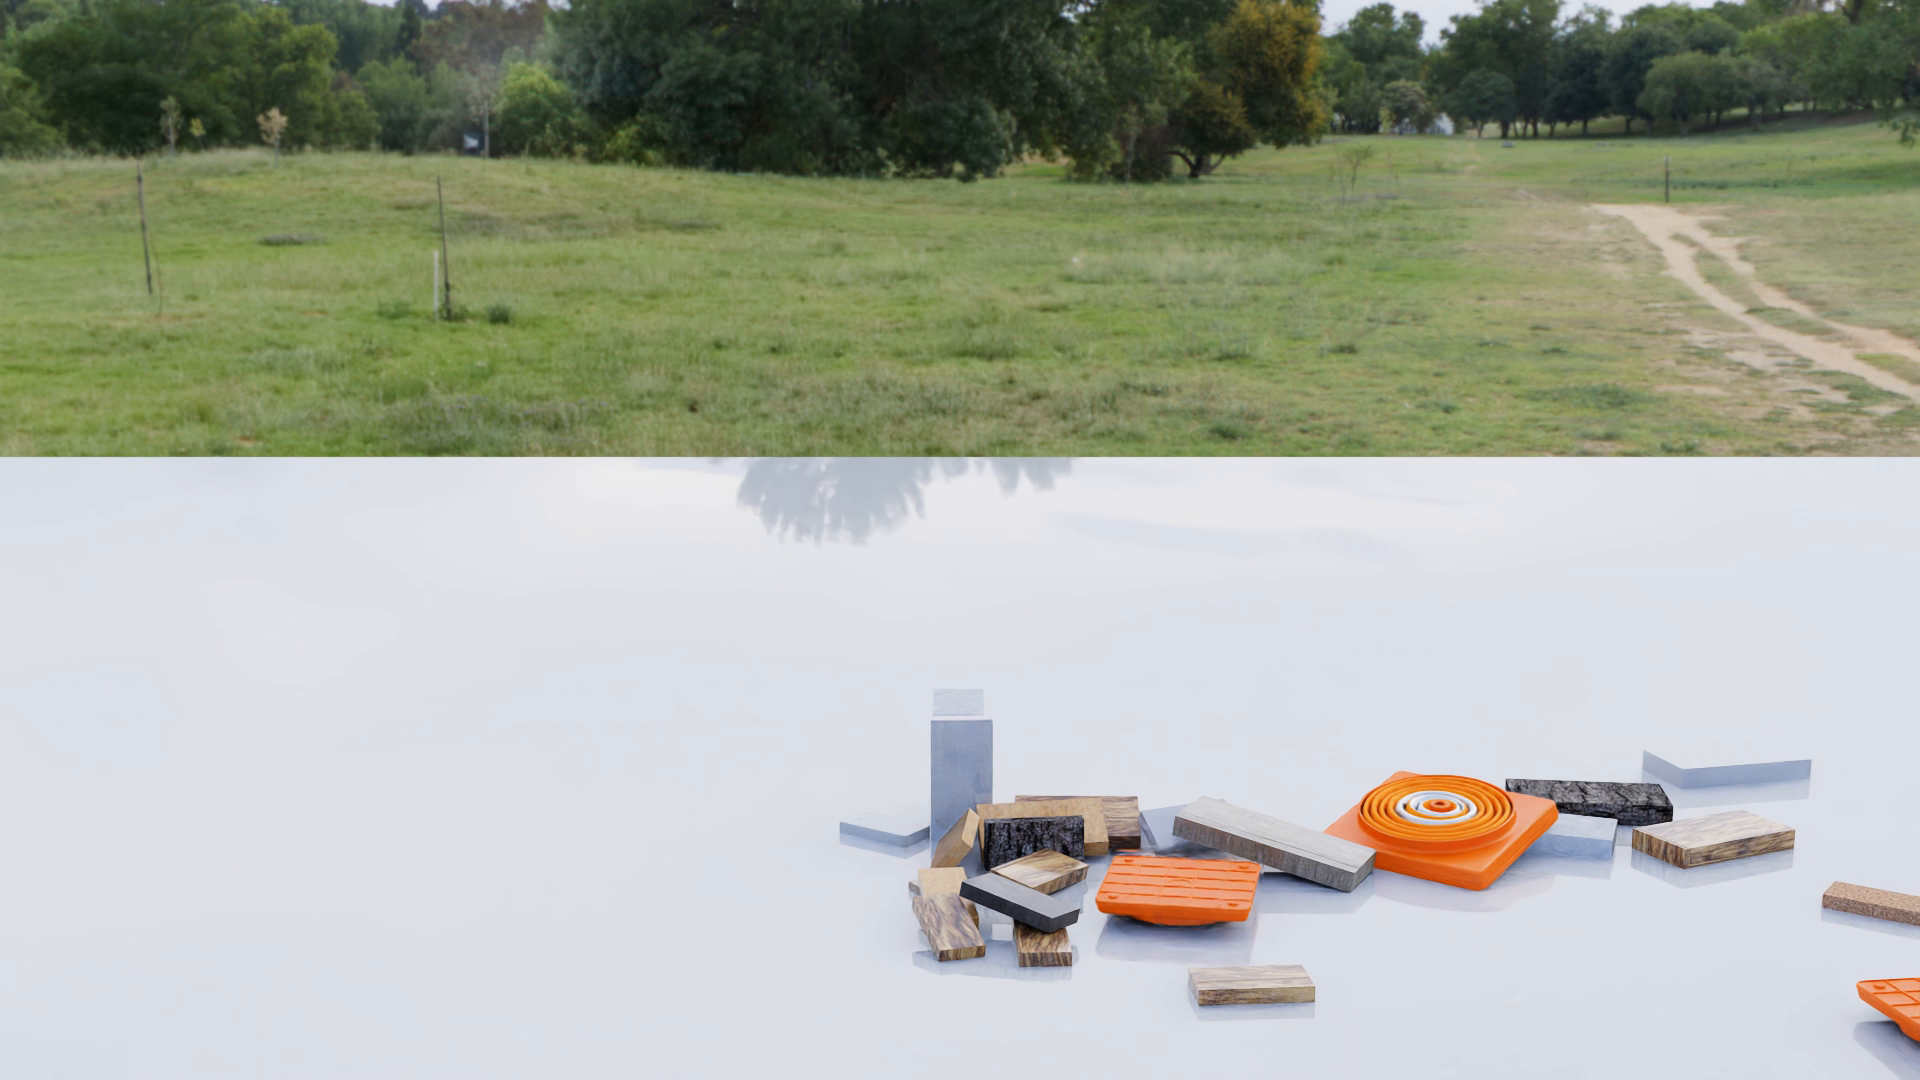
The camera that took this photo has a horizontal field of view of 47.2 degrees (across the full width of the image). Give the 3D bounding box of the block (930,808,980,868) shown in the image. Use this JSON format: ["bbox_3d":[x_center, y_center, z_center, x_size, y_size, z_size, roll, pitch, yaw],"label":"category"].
[{"bbox_3d":[-0.009,0.526,3.792,0.024,0.085,0.171,41,11,-3],"label":"block"}]

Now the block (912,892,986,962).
[{"bbox_3d":[-0.018,0.604,3.437,0.074,0.021,0.148,-3,25,-18],"label":"block"}]

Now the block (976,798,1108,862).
[{"bbox_3d":[0.144,0.509,3.870,0.222,0.031,0.111,-3,37,-3],"label":"block"}]

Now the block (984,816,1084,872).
[{"bbox_3d":[0.128,0.523,3.795,0.171,0.085,0.024,-1,11,-7],"label":"block"}]

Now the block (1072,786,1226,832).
[{"bbox_3d":[0.346,0.498,4.055,0.284,0.040,0.142,1,11,6],"label":"block"}]

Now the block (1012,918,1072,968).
[{"bbox_3d":[0.127,0.624,3.425,0.081,0.023,0.161,0,11,-2],"label":"block"}]

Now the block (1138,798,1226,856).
[{"bbox_3d":[0.410,0.510,3.908,0.171,0.024,0.085,-5,45,-23],"label":"block"}]

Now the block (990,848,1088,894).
[{"bbox_3d":[0.133,0.561,3.695,0.086,0.024,0.172,19,16,33],"label":"block"}]

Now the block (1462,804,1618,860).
[{"bbox_3d":[1.038,0.522,3.935,0.256,0.036,0.128,4,11,20],"label":"block"}]

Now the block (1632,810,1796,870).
[{"bbox_3d":[1.335,0.529,3.897,0.257,0.036,0.128,-5,12,-25],"label":"block"}]

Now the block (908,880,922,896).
[{"bbox_3d":[-0.033,0.585,3.654,0.055,0.016,0.111,-7,13,-33],"label":"block"}]

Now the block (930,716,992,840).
[{"bbox_3d":[0.002,0.426,3.939,0.111,0.222,0.031,0,10,-2],"label":"block"}]

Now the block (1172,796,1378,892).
[{"bbox_3d":[0.541,0.521,3.791,0.325,0.036,0.128,15,17,25],"label":"block"}]

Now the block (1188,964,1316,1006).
[{"bbox_3d":[0.429,0.656,3.245,0.172,0.024,0.086,-1,11,-5],"label":"block"}]

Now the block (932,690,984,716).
[{"bbox_3d":[-0.003,0.312,4.072,0.093,0.026,0.186,0,11,0],"label":"block"}]

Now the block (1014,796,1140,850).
[{"bbox_3d":[0.209,0.505,3.934,0.222,0.031,0.111,0,32,1],"label":"block"}]

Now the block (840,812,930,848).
[{"bbox_3d":[-0.136,0.523,3.973,0.149,0.021,0.074,7,13,35],"label":"block"}]

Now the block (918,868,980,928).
[{"bbox_3d":[-0.020,0.578,3.546,0.074,0.021,0.148,-1,25,-11],"label":"block"}]

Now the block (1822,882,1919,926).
[{"bbox_3d":[1.501,0.593,3.588,0.161,0.023,0.081,7,13,35],"label":"block"}]

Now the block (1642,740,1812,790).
[{"bbox_3d":[1.515,0.443,4.349,0.284,0.040,0.142,-3,11,-14],"label":"block"}]

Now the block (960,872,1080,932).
[{"bbox_3d":[0.094,0.574,3.487,0.172,0.024,0.086,17,12,31],"label":"block"}]

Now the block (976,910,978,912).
[{"bbox_3d":[-0.012,0.587,3.576,0.055,0.016,0.111,-3,23,-16],"label":"block"}]

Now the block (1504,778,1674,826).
[{"bbox_3d":[1.170,0.489,4.101,0.284,0.040,0.142,1,11,7],"label":"block"}]
